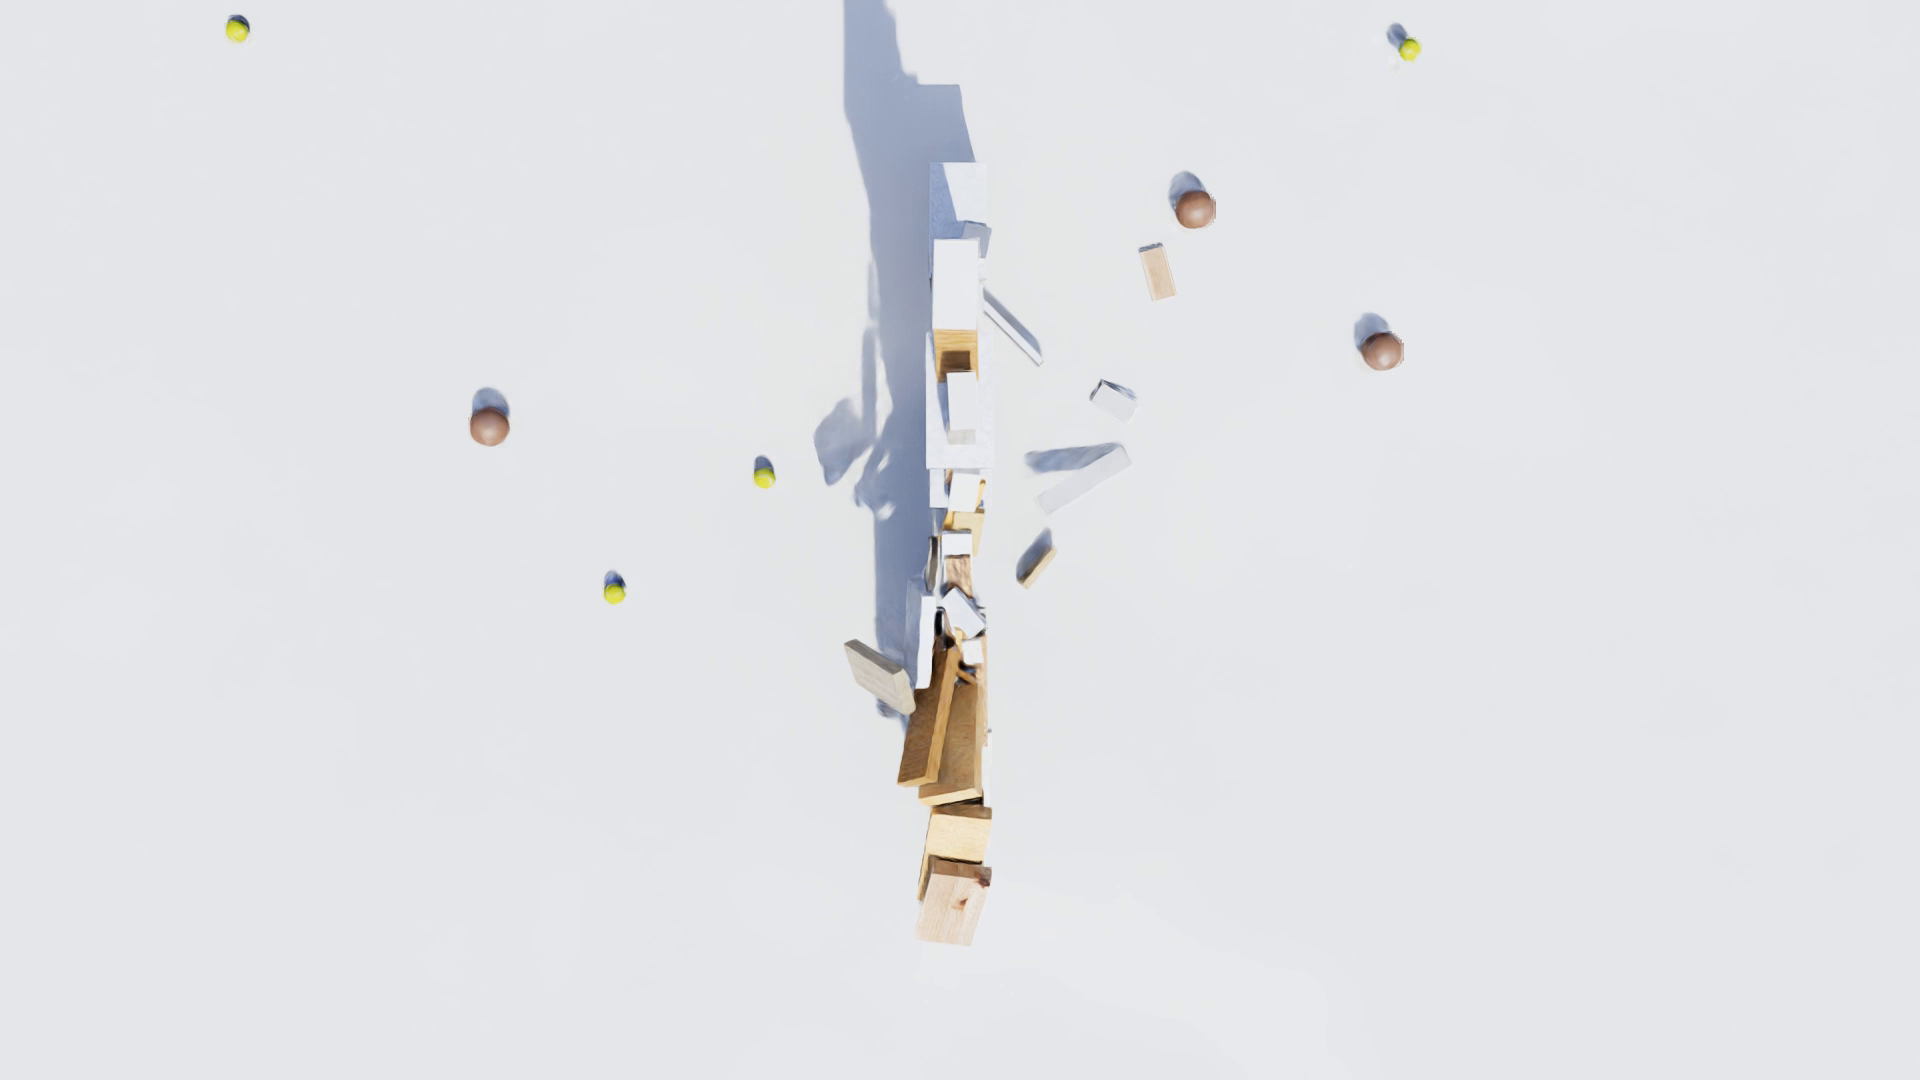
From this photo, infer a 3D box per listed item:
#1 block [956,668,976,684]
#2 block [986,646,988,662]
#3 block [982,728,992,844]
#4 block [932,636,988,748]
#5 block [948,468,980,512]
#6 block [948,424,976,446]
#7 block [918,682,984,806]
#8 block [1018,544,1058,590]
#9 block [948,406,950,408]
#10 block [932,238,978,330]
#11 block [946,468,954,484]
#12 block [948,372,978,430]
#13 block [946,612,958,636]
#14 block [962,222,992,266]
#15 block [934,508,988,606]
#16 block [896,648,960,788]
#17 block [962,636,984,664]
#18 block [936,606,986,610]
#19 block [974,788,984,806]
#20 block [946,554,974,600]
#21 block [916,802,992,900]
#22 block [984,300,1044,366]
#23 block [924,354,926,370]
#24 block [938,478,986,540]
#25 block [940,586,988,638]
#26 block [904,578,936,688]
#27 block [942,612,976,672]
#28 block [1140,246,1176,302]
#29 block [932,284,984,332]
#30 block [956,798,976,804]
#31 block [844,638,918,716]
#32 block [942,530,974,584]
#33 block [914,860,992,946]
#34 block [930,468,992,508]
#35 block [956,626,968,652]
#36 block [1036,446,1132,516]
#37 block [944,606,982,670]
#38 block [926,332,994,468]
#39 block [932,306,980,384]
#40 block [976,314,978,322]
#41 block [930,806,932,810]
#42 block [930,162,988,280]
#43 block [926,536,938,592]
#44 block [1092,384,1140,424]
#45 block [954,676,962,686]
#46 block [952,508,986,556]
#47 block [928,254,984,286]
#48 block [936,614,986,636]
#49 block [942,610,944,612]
[{"bbox_3d":[0.021,0.399,4.724,0.054,0.107,0.015,31,80,19],"label":"block"},{"bbox_3d":[-0.001,0.339,4.992,0.161,0.321,0.046,0,88,0],"label":"block"},{"bbox_3d":[0.005,0.729,4.885,0.170,0.048,0.340,1,100,0],"label":"block"},{"bbox_3d":[-0.002,0.440,4.807,0.161,0.046,0.321,0,89,0],"label":"block"},{"bbox_3d":[0.011,-0.132,4.378,0.072,0.144,0.020,4,48,-4],"label":"block"},{"bbox_3d":[0.004,-0.257,4.017,0.068,0.136,0.019,0,79,0],"label":"block"},{"bbox_3d":[-0.022,0.570,4.619,0.169,0.048,0.338,-14,50,22],"label":"block"},{"bbox_3d":[0.256,0.089,5.458,0.023,0.081,0.162,39,90,-13],"label":"block"},{"bbox_3d":[0.004,-0.350,4.017,0.068,0.136,0.019,0,76,0],"label":"block"},{"bbox_3d":[-0.010,-0.603,3.889,0.104,0.029,0.208,1,104,0],"label":"block"},{"bbox_3d":[-0.002,-0.181,4.399,0.072,0.144,0.020,0,74,0],"label":"block"},{"bbox_3d":[0.007,-0.331,3.939,0.068,0.019,0.136,-3,90,0],"label":"block"},{"bbox_3d":[0.005,0.223,4.600,0.067,0.143,0.019,-7,57,5],"label":"block"},{"bbox_3d":[0.046,-0.903,5.028,0.083,0.024,0.167,11,46,0],"label":"block"},{"bbox_3d":[0.003,0.032,4.580,0.152,0.043,0.303,-1,90,0],"label":"block"},{"bbox_3d":[-0.088,0.498,4.614,0.039,0.138,0.378,25,62,-29],"label":"block"},{"bbox_3d":[0.035,0.312,4.664,0.054,0.107,0.015,-6,50,2],"label":"block"},{"bbox_3d":[0.002,0.150,4.762,0.152,0.318,0.043,-1,77,0],"label":"block"},{"bbox_3d":[-0.005,0.829,4.769,0.131,0.037,0.263,4,120,-1],"label":"block"},{"bbox_3d":[-0.002,0.103,4.515,0.067,0.019,0.134,-4,122,1],"label":"block"},{"bbox_3d":[-0.017,0.893,4.683,0.169,0.048,0.378,7,129,-3],"label":"block"},{"bbox_3d":[0.168,-0.687,5.458,0.289,0.083,0.024,45,91,0],"label":"block"},{"bbox_3d":[-0.004,-0.451,4.334,0.169,0.401,0.048,1,90,0],"label":"block"},{"bbox_3d":[0.005,-0.080,4.465,0.072,0.020,0.234,10,134,-10],"label":"block"},{"bbox_3d":[0.009,0.198,4.508,0.134,0.019,0.067,50,122,6],"label":"block"},{"bbox_3d":[-0.113,0.260,4.618,0.039,0.138,0.276,-3,112,-17],"label":"block"},{"bbox_3d":[-0.002,0.293,4.731,0.095,0.027,0.189,-1,116,0],"label":"block"},{"bbox_3d":[0.659,-0.885,5.488,0.083,0.024,0.167,-15,90,0],"label":"block"},{"bbox_3d":[-0.006,-0.561,4.554,0.140,0.040,0.280,0,90,0],"label":"block"},{"bbox_3d":[0.002,0.692,4.655,0.090,0.025,0.179,6,75,-1],"label":"block"},{"bbox_3d":[-0.228,0.387,4.682,0.039,0.276,0.138,-29,119,-24],"label":"block"},{"bbox_3d":[-0.007,0.046,4.505,0.081,0.023,0.162,-2,124,0],"label":"block"},{"bbox_3d":[-0.024,1.046,4.744,0.169,0.048,0.338,8,134,-5],"label":"block"},{"bbox_3d":[0.002,-0.257,4.495,0.168,0.048,0.336,0,90,0],"label":"block"},{"bbox_3d":[0.017,0.277,4.645,0.054,0.107,0.015,-5,52,1],"label":"block"},{"bbox_3d":[0.409,-0.195,5.409,0.366,0.021,0.072,-31,82,-25],"label":"block"},{"bbox_3d":[0.008,0.280,4.695,0.095,0.027,0.189,-4,116,1],"label":"block"},{"bbox_3d":[0.001,-0.347,4.109,0.169,0.048,0.338,0,90,0],"label":"block"},{"bbox_3d":[-0.009,-0.474,4.004,0.104,0.029,0.208,-3,133,0],"label":"block"},{"bbox_3d":[-0.008,-0.603,4.211,0.104,0.657,0.029,0,77,0],"label":"block"},{"bbox_3d":[-0.002,0.860,5.215,0.170,0.569,0.048,0,81,0],"label":"block"},{"bbox_3d":[-0.005,-0.988,5.119,0.178,0.050,0.355,0,90,0],"label":"block"},{"bbox_3d":[-0.075,0.064,4.481,0.021,0.145,0.072,3,47,-5],"label":"block"},{"bbox_3d":[0.516,-0.453,5.469,0.145,0.021,0.072,32,90,17],"label":"block"},{"bbox_3d":[-0.022,0.396,4.735,0.015,0.054,0.107,-48,117,-12],"label":"block"},{"bbox_3d":[0.018,-0.024,4.490,0.081,0.023,0.162,5,135,-5],"label":"block"},{"bbox_3d":[-0.012,-0.878,5.322,0.178,0.356,0.050,-6,90,0],"label":"block"},{"bbox_3d":[0.003,0.382,5.175,0.152,0.043,0.303,0,90,0],"label":"block"},{"bbox_3d":[-0.003,0.196,4.935,0.101,0.029,0.203,0,89,0],"label":"block"}]
